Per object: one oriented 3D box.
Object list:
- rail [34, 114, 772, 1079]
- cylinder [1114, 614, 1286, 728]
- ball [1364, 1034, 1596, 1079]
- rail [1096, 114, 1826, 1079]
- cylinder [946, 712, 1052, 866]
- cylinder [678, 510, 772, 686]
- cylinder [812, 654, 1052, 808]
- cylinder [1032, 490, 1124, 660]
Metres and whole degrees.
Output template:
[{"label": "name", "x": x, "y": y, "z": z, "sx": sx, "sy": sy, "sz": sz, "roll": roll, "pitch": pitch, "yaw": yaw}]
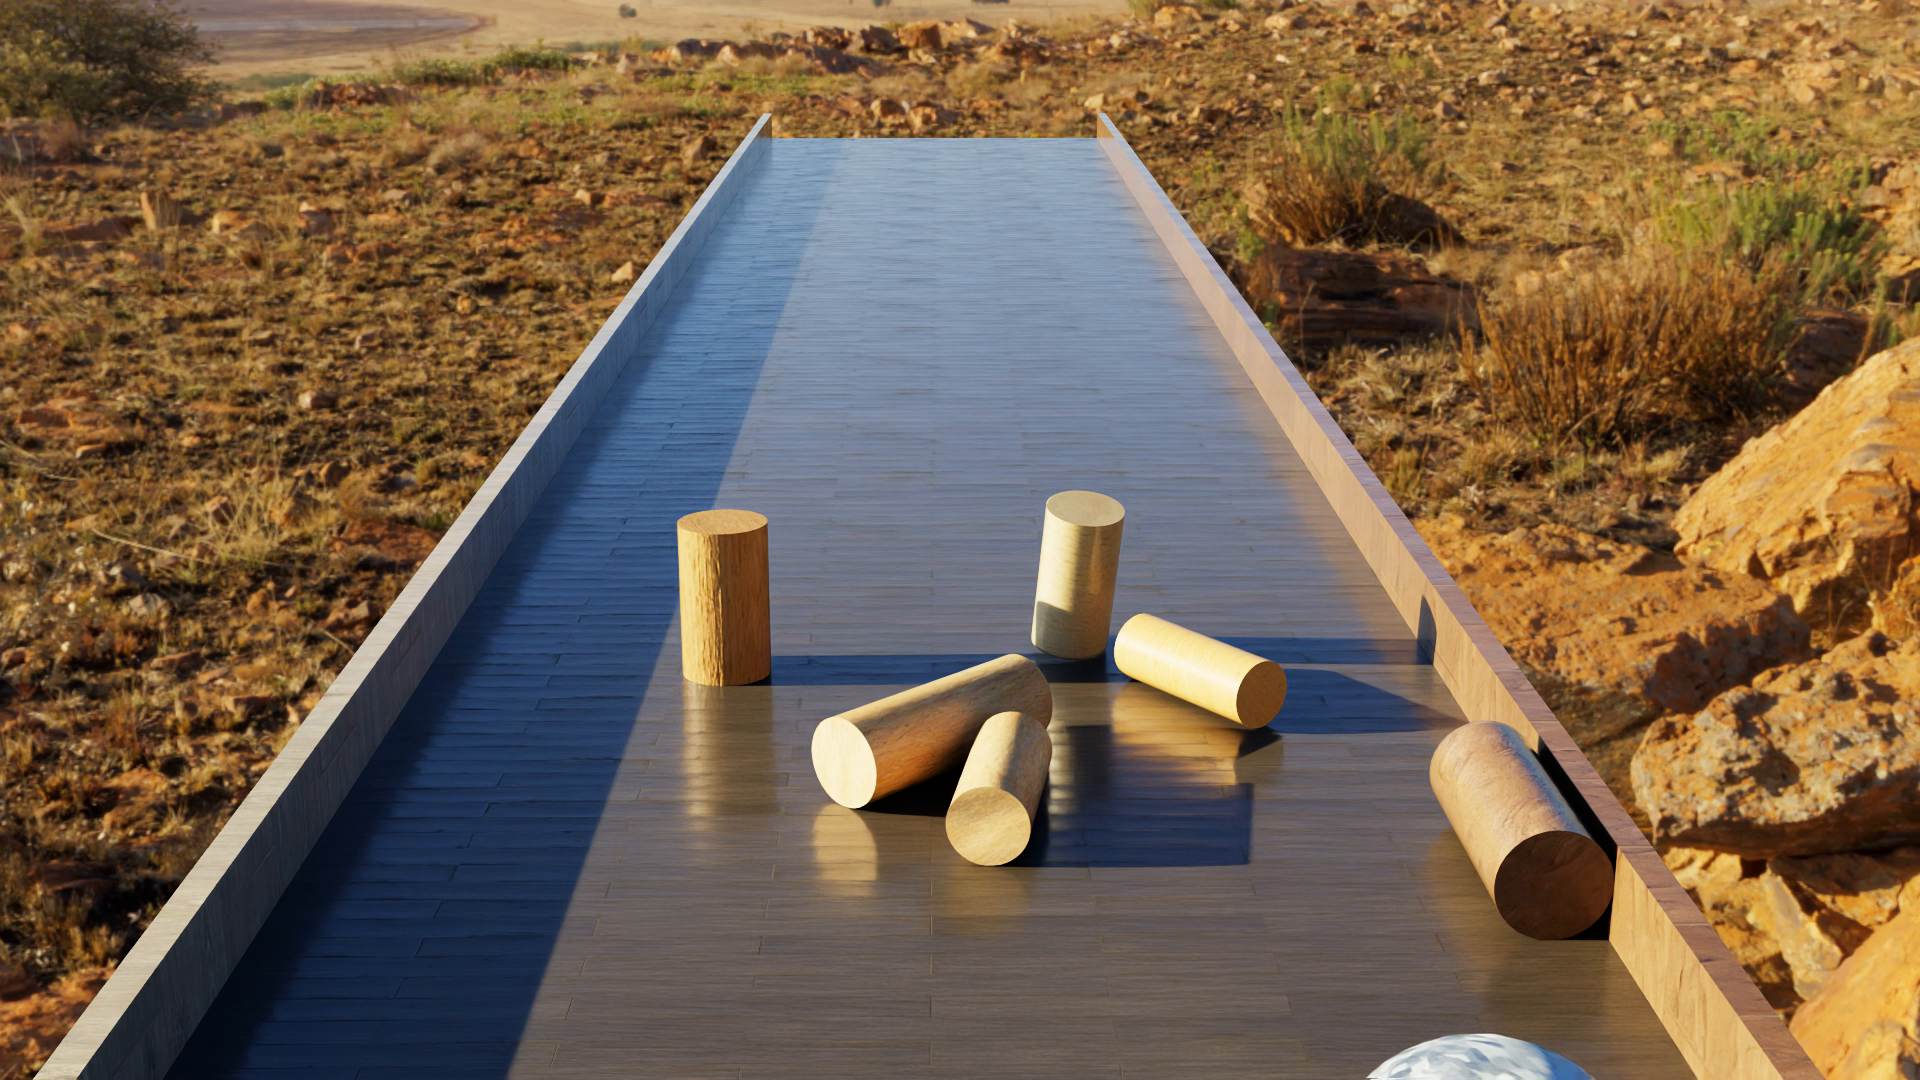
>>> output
[{"label": "rail", "x": -1.118, "y": -0.838, "z": 7.780, "sx": 0.050, "sy": 0.150, "sz": 12.000, "roll": 0, "pitch": 17, "yaw": -1}, {"label": "cylinder", "x": 0.453, "y": 0.245, "z": 4.176, "sx": 0.129, "sy": 0.129, "sz": 0.341, "roll": -12, "pitch": 20, "yaw": -35}, {"label": "ball", "x": 0.548, "y": 0.692, "z": 2.290, "sx": 0.348, "sy": 0.348, "sz": 0.348, "roll": 0, "pitch": 17, "yaw": 0}, {"label": "rail", "x": 0.932, "y": -0.844, "z": 7.801, "sx": 0.050, "sy": 0.150, "sz": 12.000, "roll": 0, "pitch": 17, "yaw": -1}, {"label": "cylinder", "x": 0.068, "y": 0.405, "z": 3.624, "sx": 0.135, "sy": 0.135, "sz": 0.330, "roll": 2, "pitch": 17, "yaw": 8}, {"label": "cylinder", "x": -0.461, "y": 0.112, "z": 4.311, "sx": 0.174, "sy": 0.308, "sz": 0.174, "roll": 0, "pitch": 17, "yaw": 0}, {"label": "cylinder", "x": -0.043, "y": 0.329, "z": 3.842, "sx": 0.158, "sy": 0.158, "sz": 0.438, "roll": 15, "pitch": 22, "yaw": 42}, {"label": "cylinder", "x": 0.235, "y": 0.071, "z": 4.411, "sx": 0.156, "sy": 0.303, "sz": 0.156, "roll": 4, "pitch": 27, "yaw": -2}]
